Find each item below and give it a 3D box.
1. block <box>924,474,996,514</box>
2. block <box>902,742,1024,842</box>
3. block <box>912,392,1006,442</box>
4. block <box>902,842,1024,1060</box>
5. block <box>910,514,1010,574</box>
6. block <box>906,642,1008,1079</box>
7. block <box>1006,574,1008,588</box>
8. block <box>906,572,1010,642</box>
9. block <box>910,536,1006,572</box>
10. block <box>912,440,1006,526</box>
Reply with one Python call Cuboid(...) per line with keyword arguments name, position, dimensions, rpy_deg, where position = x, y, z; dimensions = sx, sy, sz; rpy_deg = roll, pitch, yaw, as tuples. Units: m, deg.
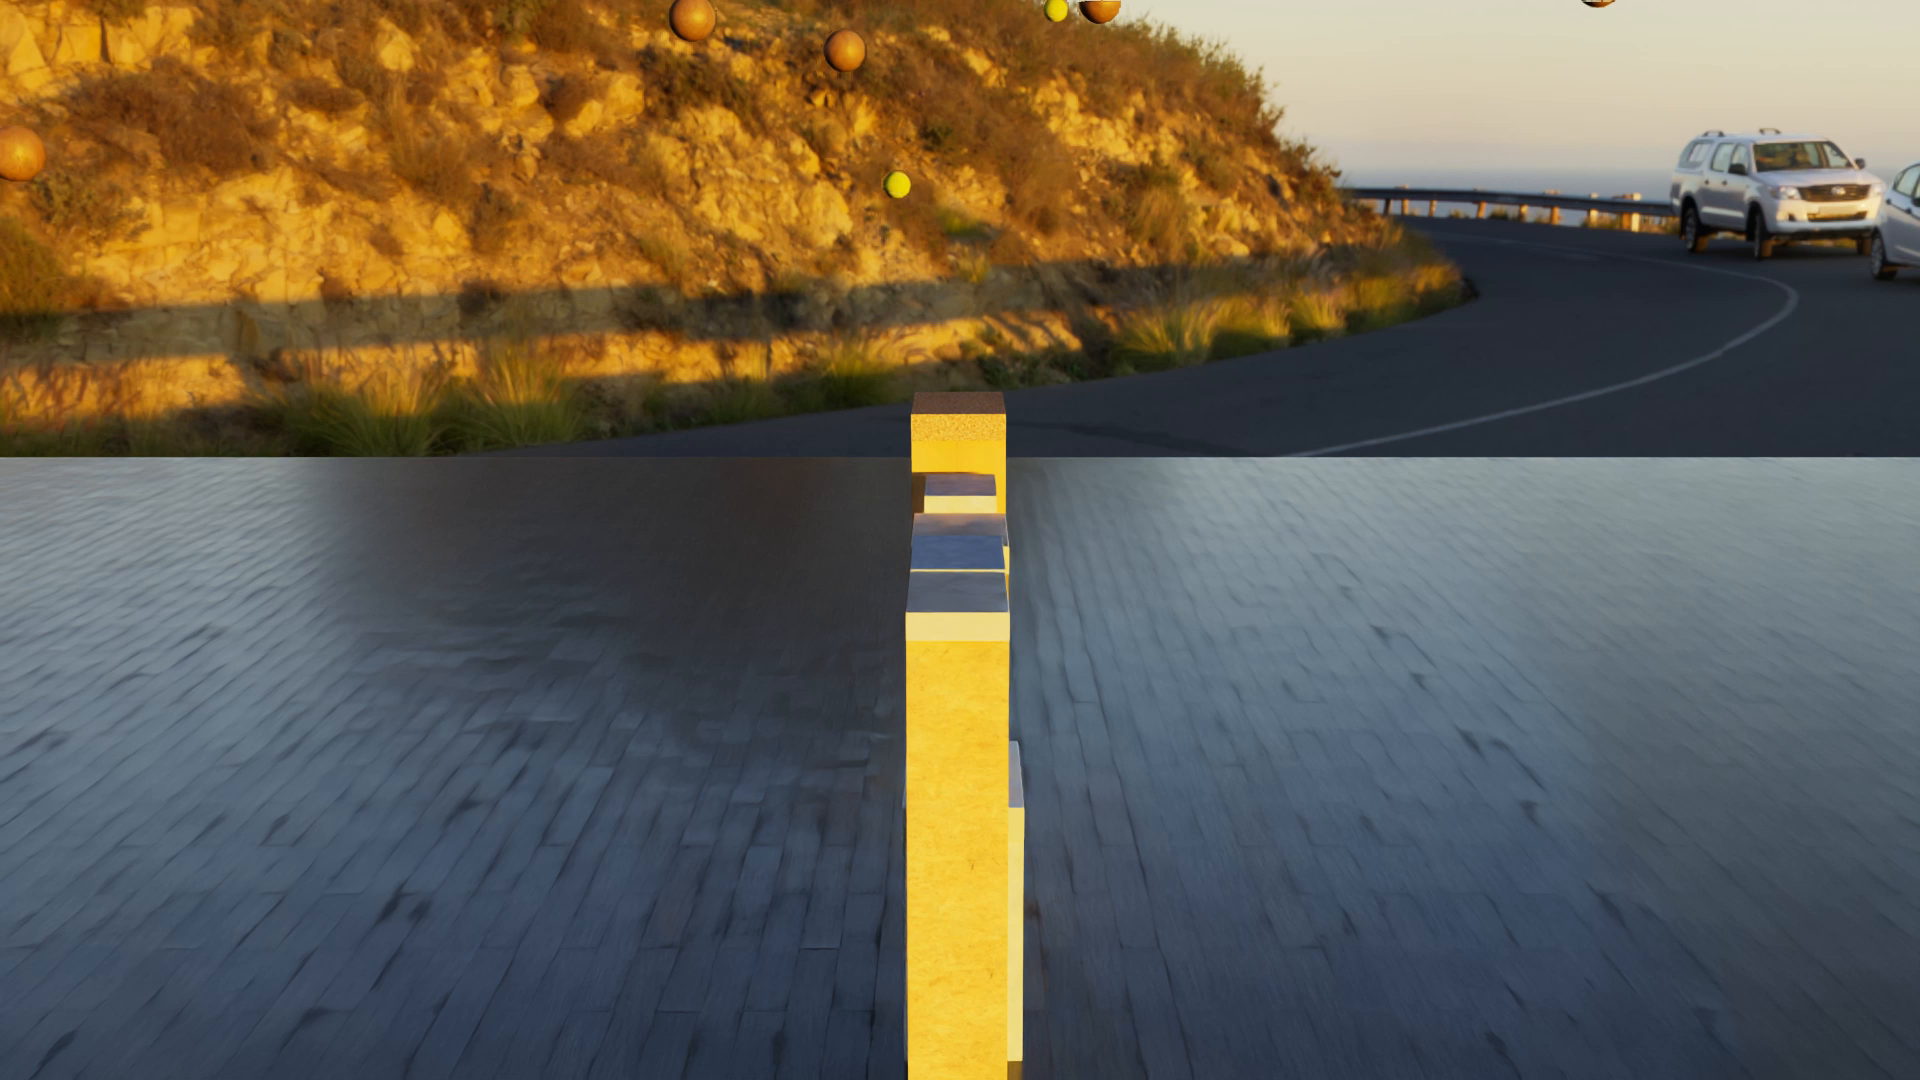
Cuboid(name="block", position=(0.001, -0.081, 3.911), dimensions=(0.125, 0.035, 0.250), rpy_deg=(0, 11, 0))
Cuboid(name="block", position=(0.004, 0.348, 3.074), dimensions=(0.162, 0.046, 0.324), rpy_deg=(0, 11, 0))
Cuboid(name="block", position=(-0.003, -0.238, 4.191), dimensions=(0.173, 0.049, 0.346), rpy_deg=(0, 11, 0))
Cuboid(name="block", position=(0.004, 0.549, 3.002), dimensions=(0.162, 0.324, 0.046), rpy_deg=(0, 11, 0))
Cuboid(name="block", position=(0.000, 0.004, 3.394), dimensions=(0.146, 0.041, 0.292), rpy_deg=(0, 11, 0))
Cuboid(name="block", position=(-0.003, 0.427, 2.831), dimensions=(0.129, 0.627, 0.036), rpy_deg=(0, 11, 0))
Cuboid(name="block", position=(0.000, 0.196, 3.330), dimensions=(0.146, 0.313, 0.041), rpy_deg=(0, 11, 0))
Cuboid(name="block", position=(-0.003, 0.085, 2.855), dimensions=(0.129, 0.036, 0.257), rpy_deg=(0, 11, 0))
Cuboid(name="block", position=(-0.003, 0.035, 3.114), dimensions=(0.130, 0.037, 0.259), rpy_deg=(0, 11, 0))
Cuboid(name="block", position=(-0.002, -0.022, 4.113), dimensions=(0.173, 0.346, 0.049), rpy_deg=(0, 11, 0))
